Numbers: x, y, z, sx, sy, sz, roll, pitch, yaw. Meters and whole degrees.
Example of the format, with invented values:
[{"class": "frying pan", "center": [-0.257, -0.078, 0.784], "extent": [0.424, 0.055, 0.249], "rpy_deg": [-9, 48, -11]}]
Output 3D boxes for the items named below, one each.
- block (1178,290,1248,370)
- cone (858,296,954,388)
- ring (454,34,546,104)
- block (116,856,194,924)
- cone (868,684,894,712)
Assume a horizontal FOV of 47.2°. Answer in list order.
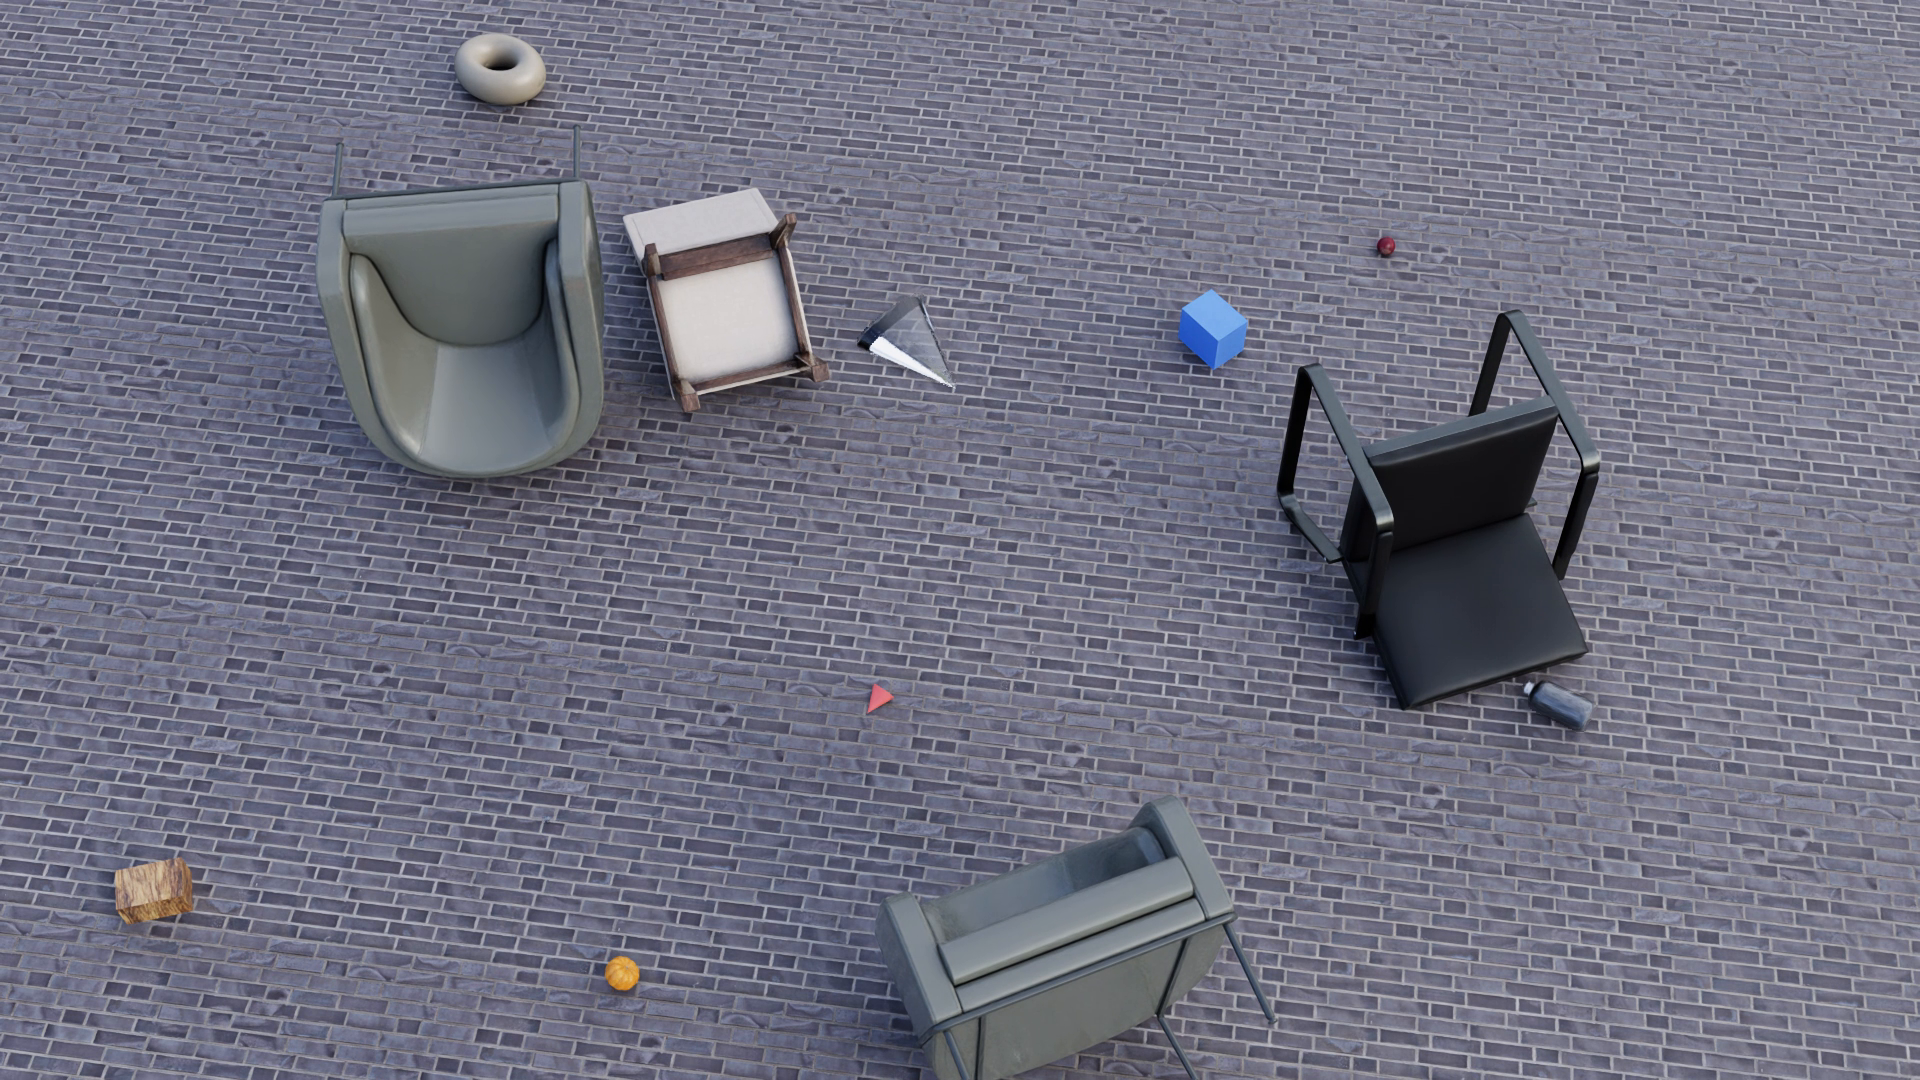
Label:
[{"class": "block", "center": [0.796, -0.663, 6.931], "extent": [0.126, 0.146, 0.168], "rpy_deg": [-34, 62, -21]}, {"class": "cone", "center": [-0.119, -0.584, 6.926], "extent": [0.274, 0.134, 0.308], "rpy_deg": [-39, 77, -22]}, {"class": "ring", "center": [-1.586, -1.624, 7.584], "extent": [0.330, 0.133, 0.262], "rpy_deg": [21, 57, 12]}, {"class": "block", "center": [-2.156, 0.939, 5.886], "extent": [0.173, 0.096, 0.116], "rpy_deg": [-11, 57, -7]}, {"class": "cone", "center": [-0.240, 0.461, 6.251], "extent": [0.075, 0.047, 0.081], "rpy_deg": [31, 78, 25]}]
